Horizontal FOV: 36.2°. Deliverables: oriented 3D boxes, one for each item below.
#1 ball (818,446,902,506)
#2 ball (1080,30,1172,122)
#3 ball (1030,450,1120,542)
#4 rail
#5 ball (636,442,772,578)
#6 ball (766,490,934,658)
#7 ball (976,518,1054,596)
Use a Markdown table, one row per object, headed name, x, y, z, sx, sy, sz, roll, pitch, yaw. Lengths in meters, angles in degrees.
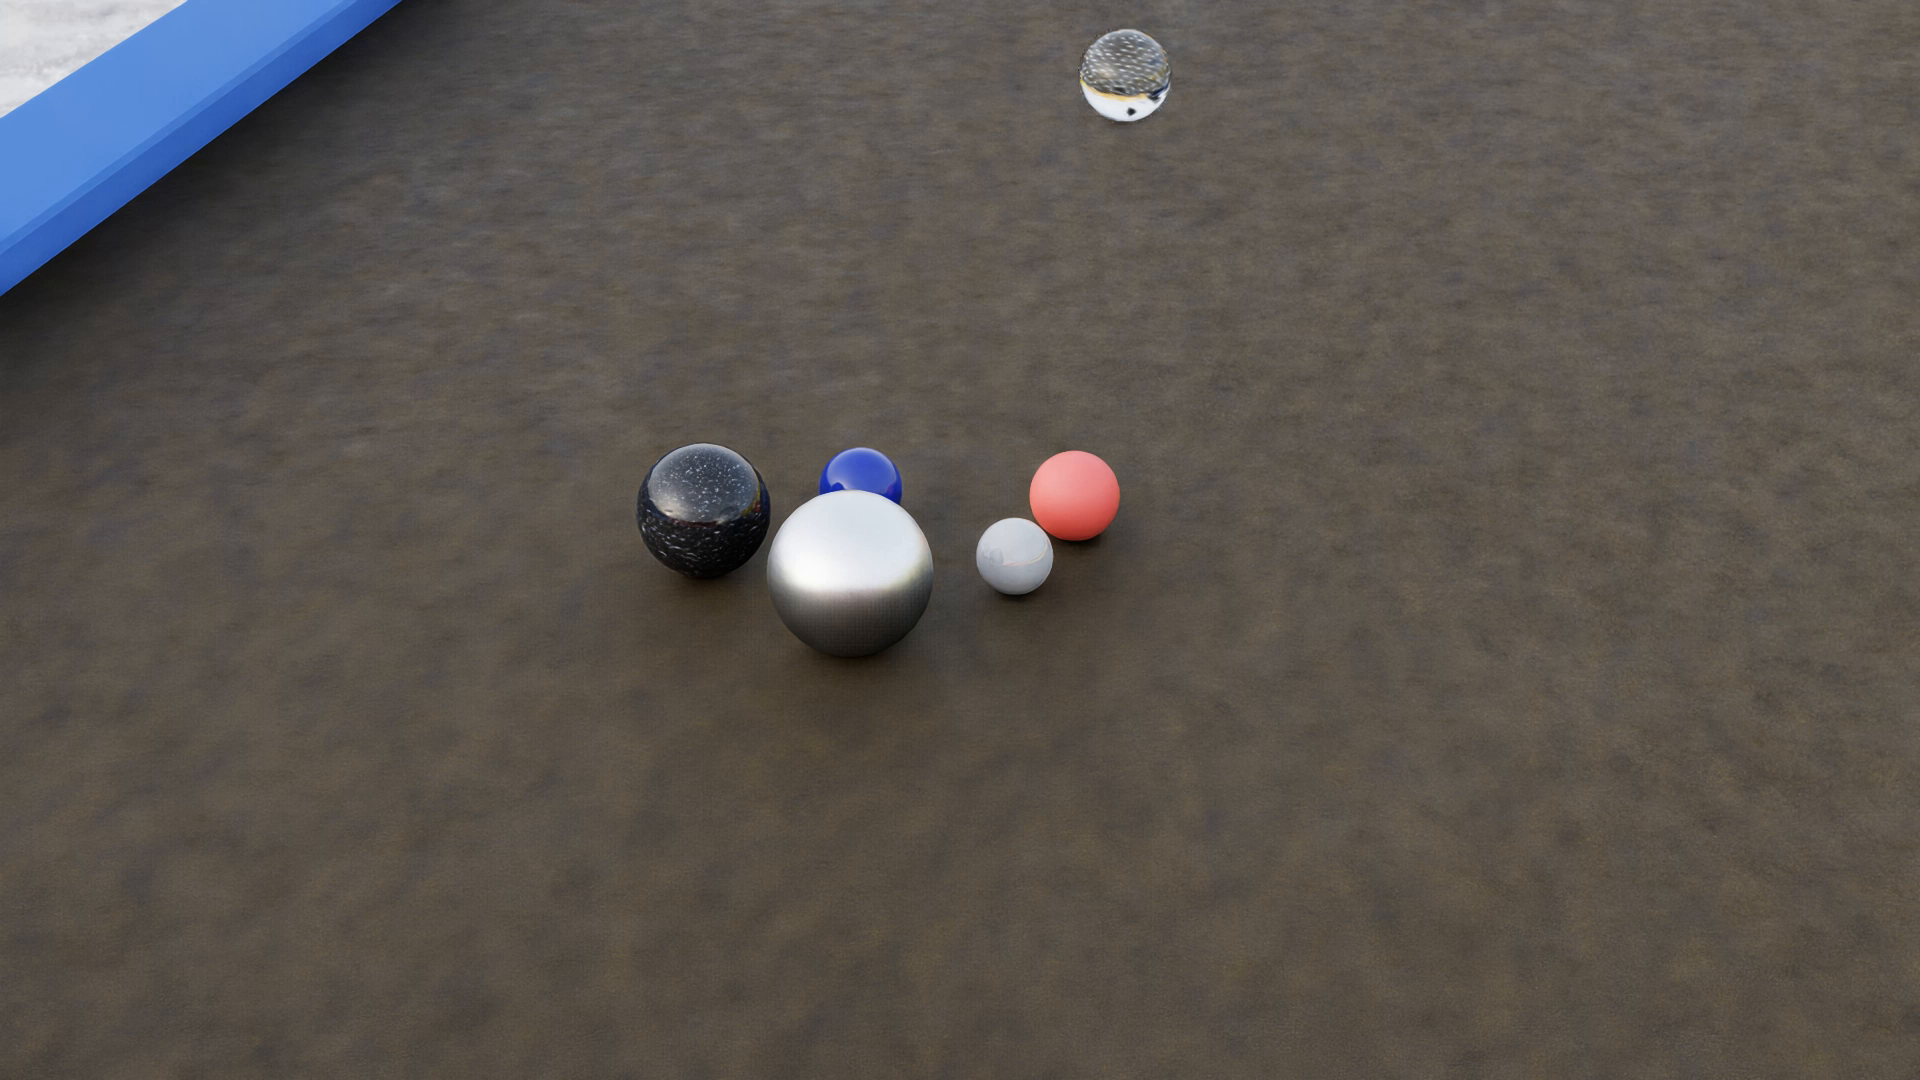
| name | x | y | z | sx | sy | sz | roll | pitch | yaw |
| --- | --- | --- | --- | --- | --- | --- | --- | --- | --- |
| ball | -0.065 | -0.033 | 1.910 | 0.055 | 0.055 | 0.055 | 0 | 26 | 0 |
| ball | 0.150 | -0.420 | 2.658 | 0.083 | 0.083 | 0.083 | 0 | 26 | 0 |
| ball | 0.074 | -0.028 | 1.897 | 0.059 | 0.059 | 0.059 | 0 | 26 | 0 |
| rail | -0.640 | -0.428 | 2.619 | 0.045 | 0.130 | 2.993 | 5 | 27 | 11 |
| ball | -0.161 | -0.019 | 1.848 | 0.085 | 0.085 | 0.085 | 0 | 26 | 0 |
| ball | -0.065 | 0.020 | 1.753 | 0.100 | 0.100 | 0.100 | 0 | 26 | 0 |
| ball | 0.034 | 0.010 | 1.831 | 0.048 | 0.048 | 0.048 | 0 | 26 | 0 |
